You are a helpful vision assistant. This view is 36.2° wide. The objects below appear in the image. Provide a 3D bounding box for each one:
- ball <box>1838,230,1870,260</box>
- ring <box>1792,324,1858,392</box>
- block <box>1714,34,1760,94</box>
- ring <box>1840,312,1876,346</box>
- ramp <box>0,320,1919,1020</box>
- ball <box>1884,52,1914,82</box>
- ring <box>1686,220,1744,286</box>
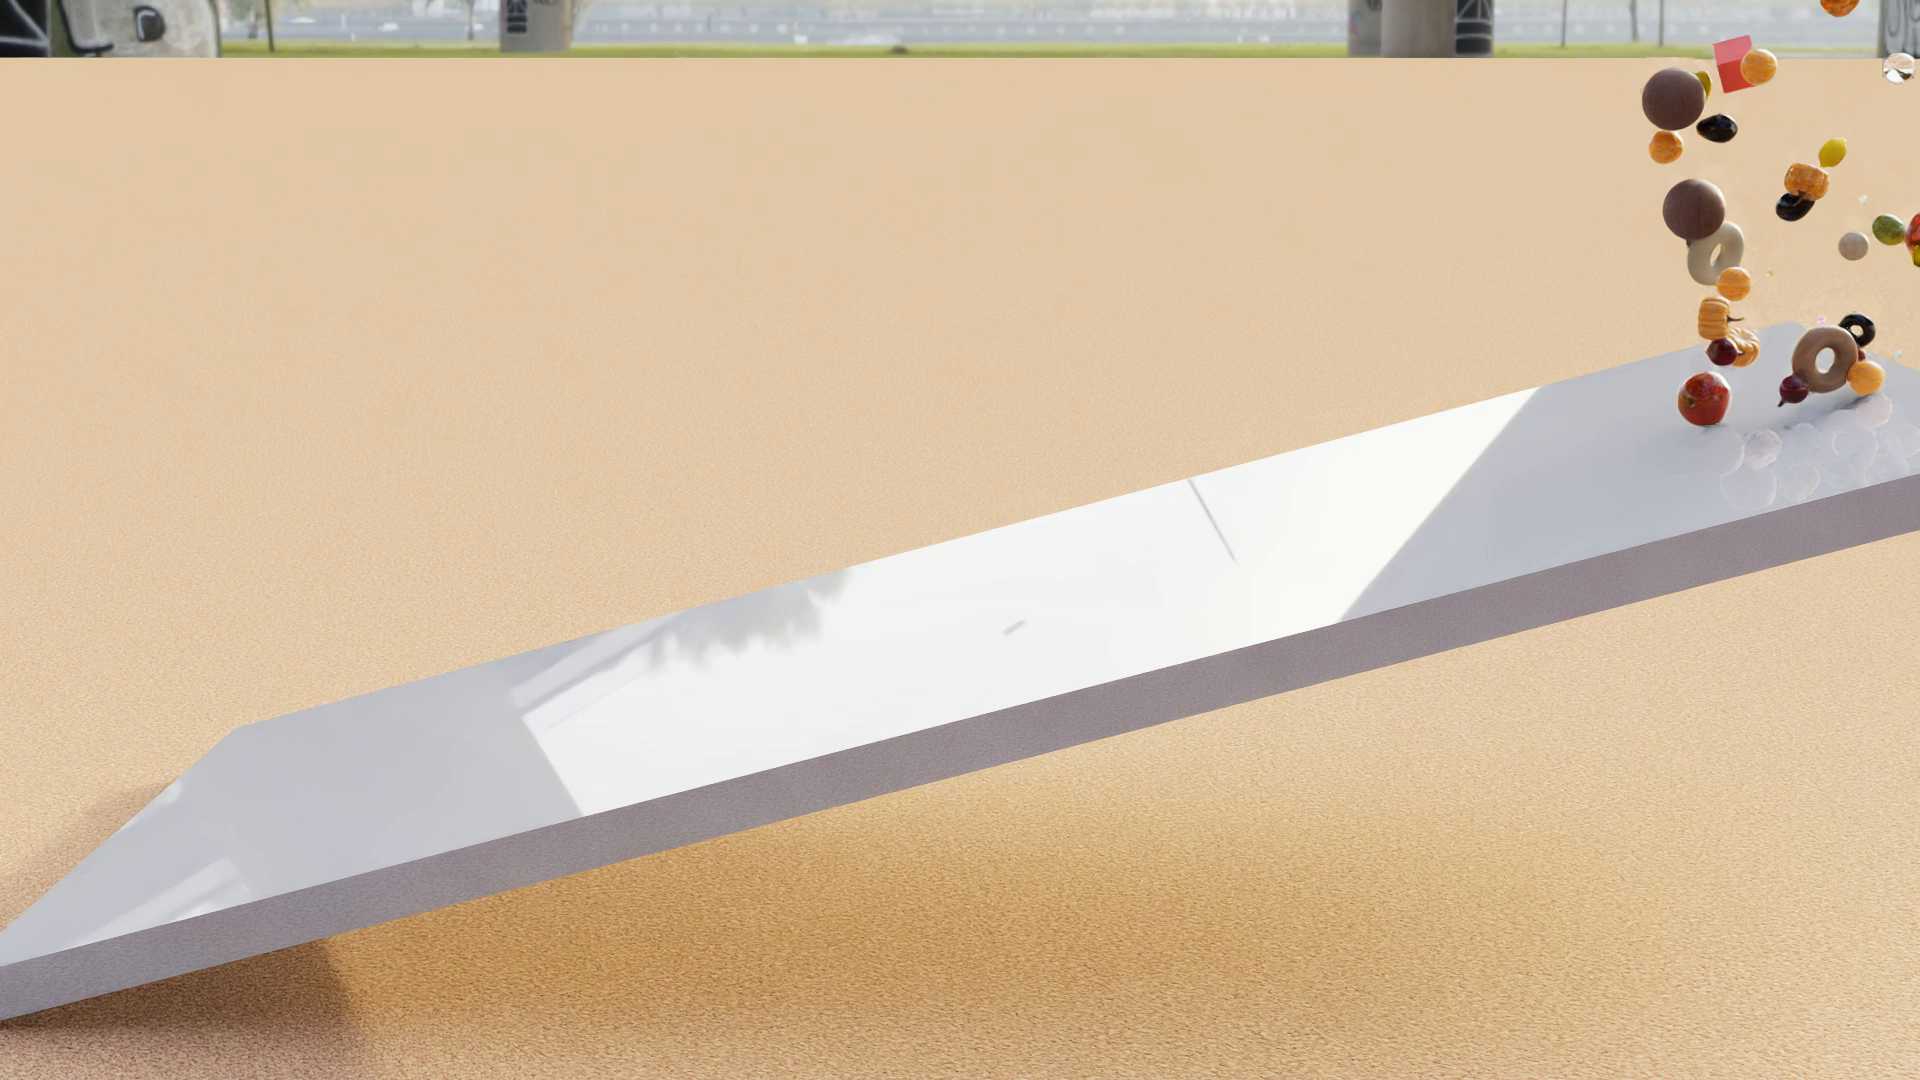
[{"bbox_3d":[1.906,-0.627,6.273,0.064,0.064,0.064,0,10,0],"label":"ball"},{"bbox_3d":[1.773,-0.371,6.031,0.144,0.144,0.048,-2,17,-13],"label":"ring"},{"bbox_3d":[1.603,-0.982,6.069,0.075,0.075,0.075,-12,42,18],"label":"block"},{"bbox_3d":[1.843,-0.432,6.040,0.077,0.077,0.026,7,33,36],"label":"ring"},{"bbox_3d":[0.080,0.191,6.330,4.000,0.100,2.000,-15,9,4],"label":"ramp"},{"bbox_3d":[1.898,-0.955,5.944,0.060,0.060,0.060,0,10,0],"label":"ball"},{"bbox_3d":[1.606,-0.610,6.251,0.146,0.146,0.049,-6,28,-32],"label":"ring"}]
